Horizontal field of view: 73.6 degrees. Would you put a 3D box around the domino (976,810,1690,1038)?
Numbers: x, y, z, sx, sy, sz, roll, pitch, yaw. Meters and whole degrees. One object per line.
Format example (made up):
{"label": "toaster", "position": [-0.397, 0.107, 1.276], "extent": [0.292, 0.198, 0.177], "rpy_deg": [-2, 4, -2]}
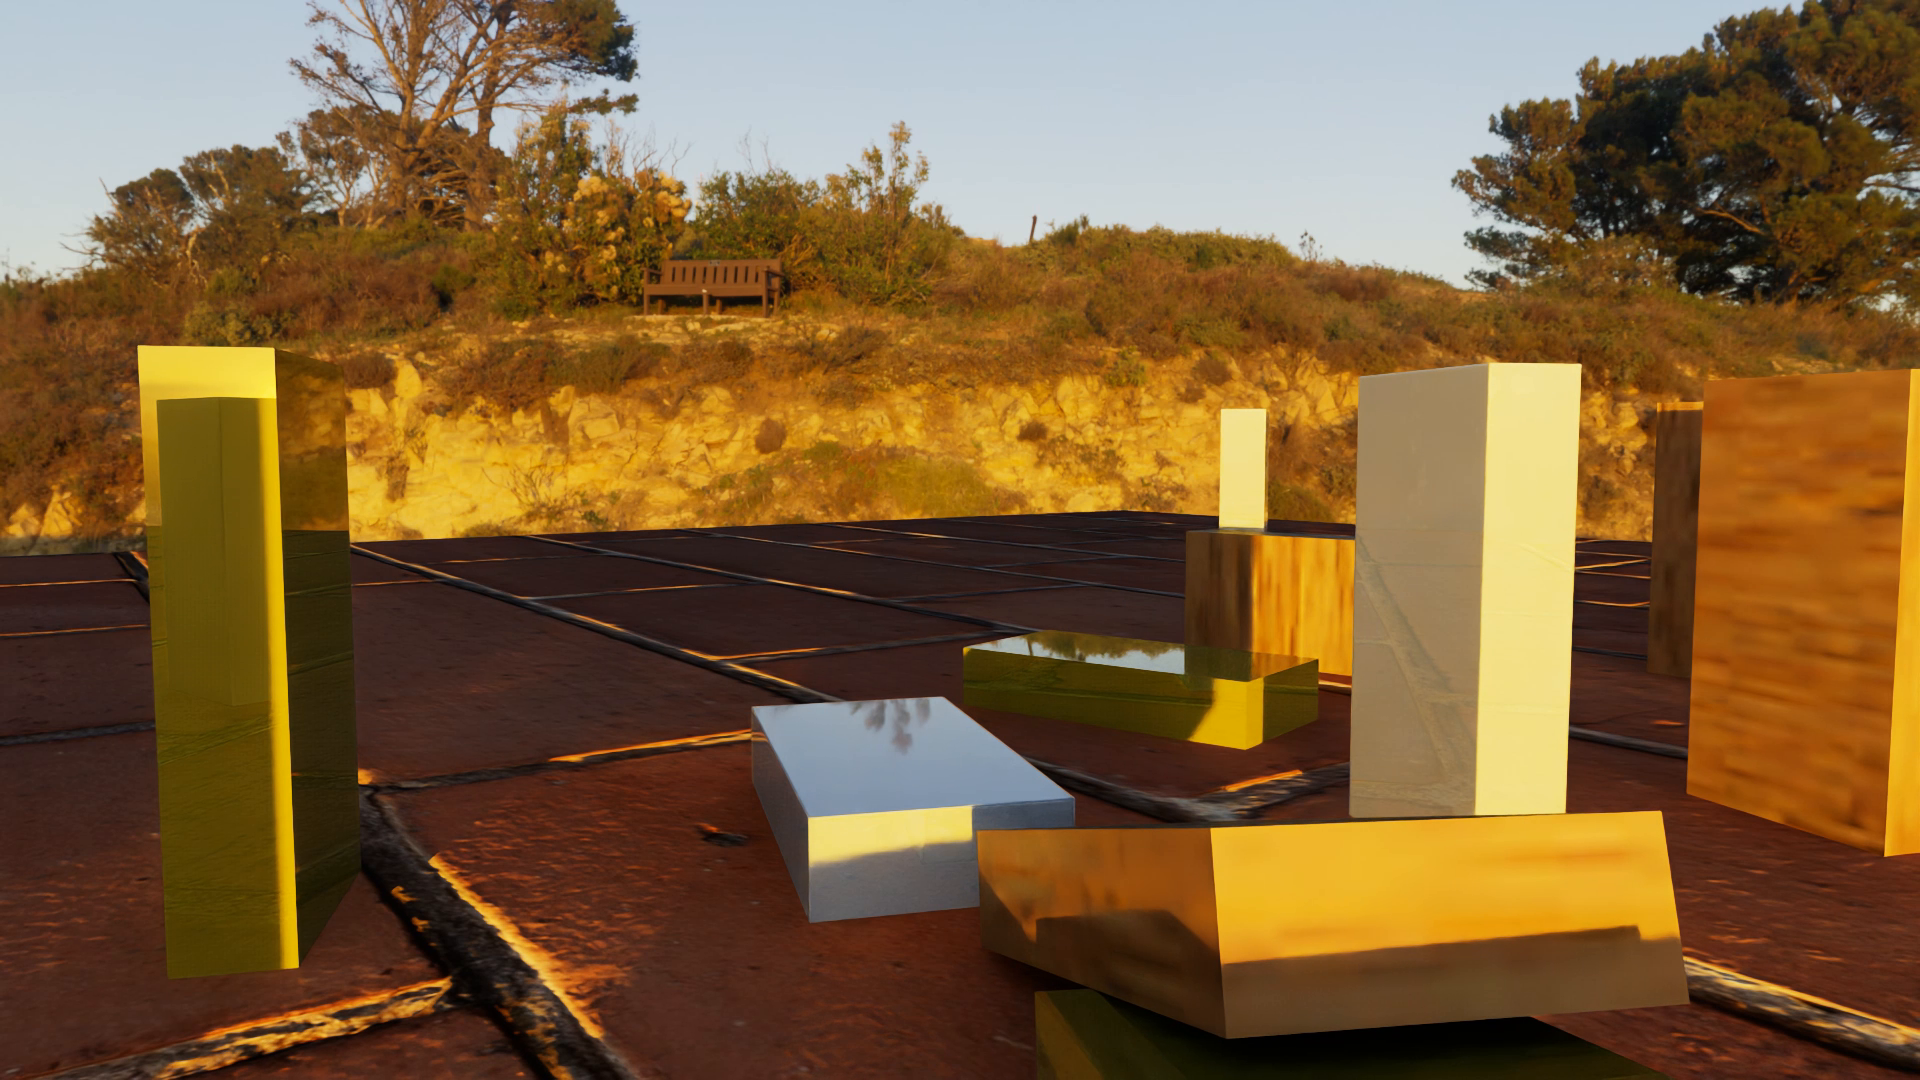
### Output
{"label": "domino", "position": [0.019, 0.024, 0.087], "extent": [0.025, 0.009, 0.050], "rpy_deg": [1, -13, -12]}

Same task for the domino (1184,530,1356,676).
{"label": "domino", "position": [0.067, 0.012, 0.245], "extent": [0.050, 0.025, 0.009], "rpy_deg": [4, 6, 41]}

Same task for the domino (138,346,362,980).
{"label": "domino", "position": [-0.061, 0.009, 0.113], "extent": [0.010, 0.050, 0.025], "rpy_deg": [-1, 4, -14]}

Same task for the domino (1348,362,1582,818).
{"label": "domino", "position": [0.052, 0.007, 0.134], "extent": [0.009, 0.050, 0.025], "rpy_deg": [-1, 4, -10]}

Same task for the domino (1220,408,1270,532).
{"label": "domino", "position": [0.065, -0.004, 0.291], "extent": [0.009, 0.050, 0.025], "rpy_deg": [1, 4, 15]}

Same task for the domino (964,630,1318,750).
{"label": "domino", "position": [0.028, 0.023, 0.204], "extent": [0.050, 0.010, 0.025], "rpy_deg": [3, 5, 38]}

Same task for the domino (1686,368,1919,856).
{"label": "domino", "position": [0.097, 0.007, 0.144], "extent": [0.009, 0.050, 0.025], "rpy_deg": [-1, 4, -16]}

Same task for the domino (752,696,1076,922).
{"label": "domino", "position": [-0.008, 0.027, 0.141], "extent": [0.025, 0.009, 0.050], "rpy_deg": [-1, 4, -15]}

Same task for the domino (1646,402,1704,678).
{"label": "domino", "position": [0.141, -0.001, 0.242], "extent": [0.025, 0.050, 0.010], "rpy_deg": [-4, 6, -40]}

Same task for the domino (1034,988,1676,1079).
{"label": "domino", "position": [0.020, 0.029, 0.054], "extent": [0.025, 0.009, 0.050], "rpy_deg": [-1, -7, -7]}
